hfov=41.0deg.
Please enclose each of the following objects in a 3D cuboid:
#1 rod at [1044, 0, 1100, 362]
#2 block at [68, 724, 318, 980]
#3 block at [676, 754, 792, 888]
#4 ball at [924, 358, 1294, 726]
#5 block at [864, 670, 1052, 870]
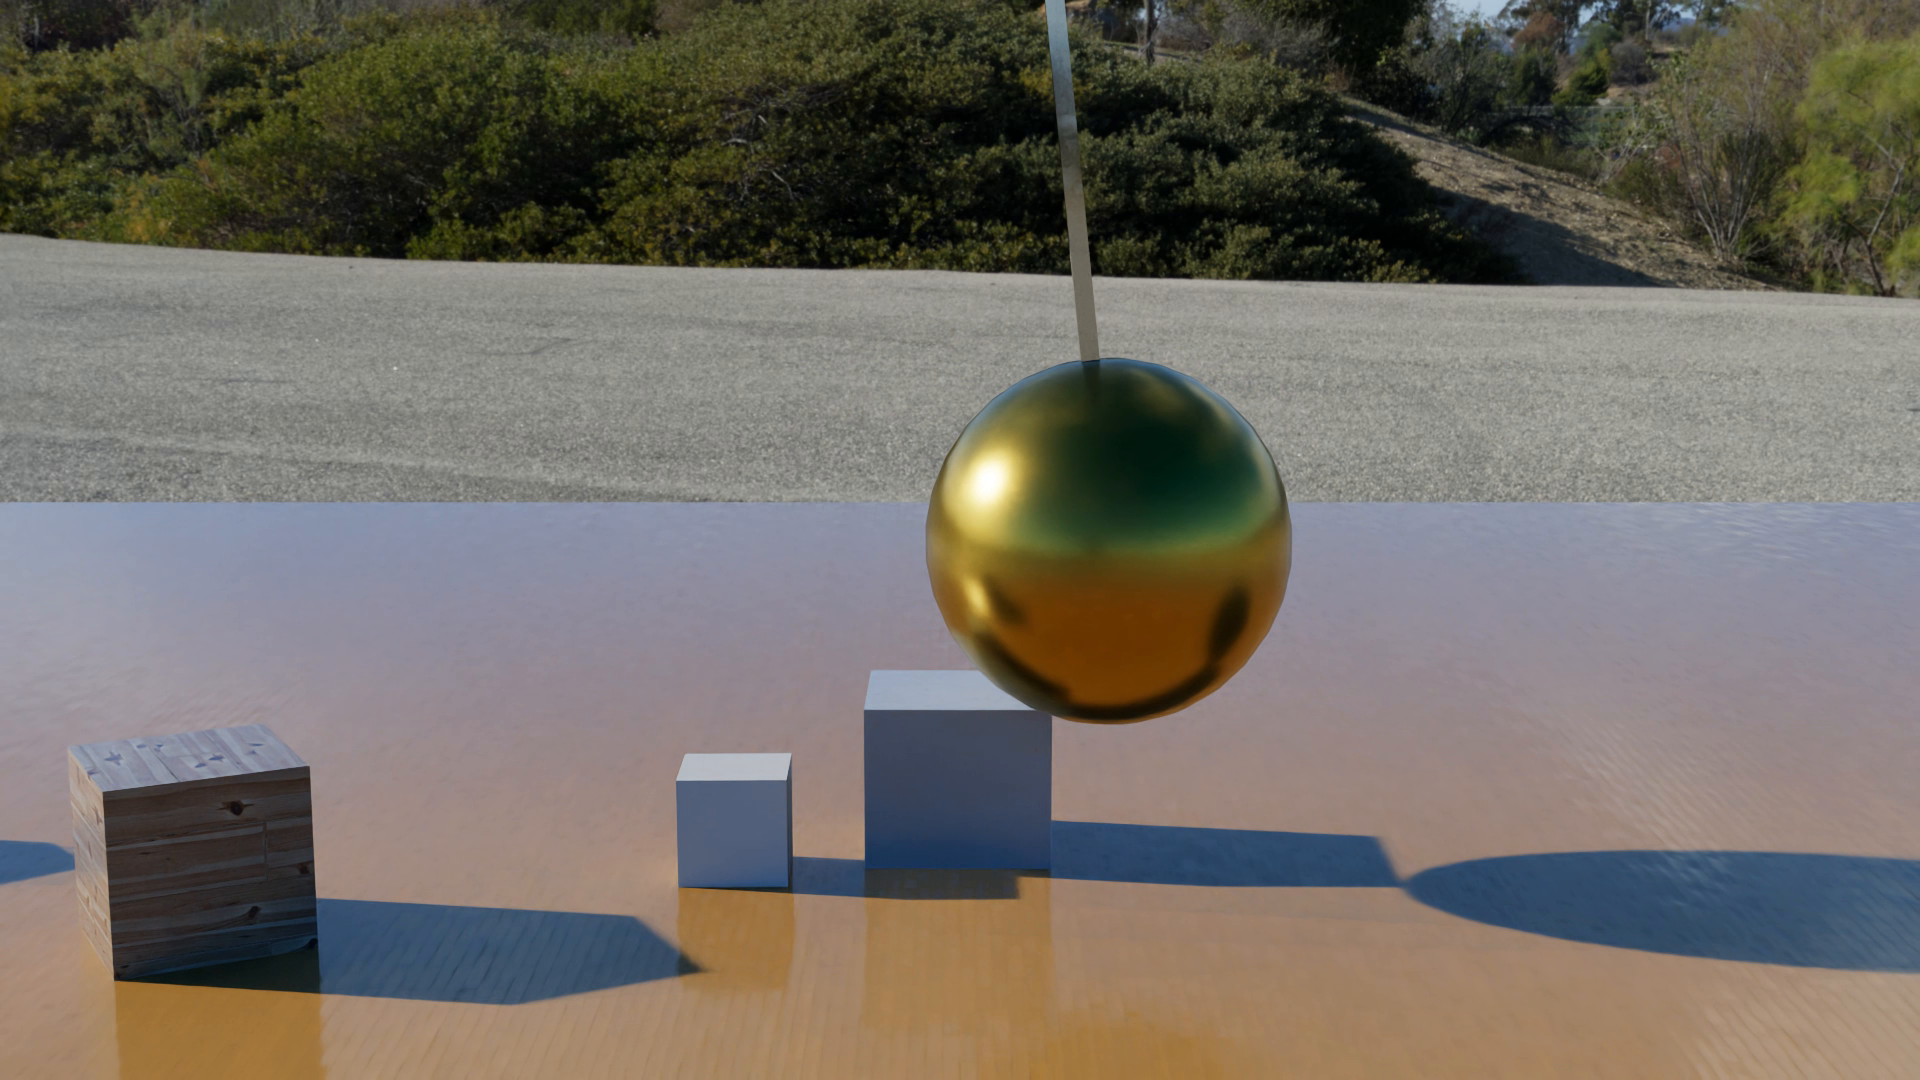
[{"bbox_3d":[0.280,-3.320,10.577,0.080,5.200,0.080,-6,10,1],"label":"rod"},{"bbox_3d":[-3.148,1.256,10.513,0.804,0.767,0.775,-6,12,-28],"label":"block"},{"bbox_3d":[-0.996,1.240,11.395,0.479,0.482,0.447,0,10,-1],"label":"block"},{"bbox_3d":[0.646,0.006,11.181,1.600,1.600,1.600,0,10,0],"label":"ball"},{"bbox_3d":[-0.006,1.043,11.786,0.832,0.731,0.762,0,10,1],"label":"block"}]
